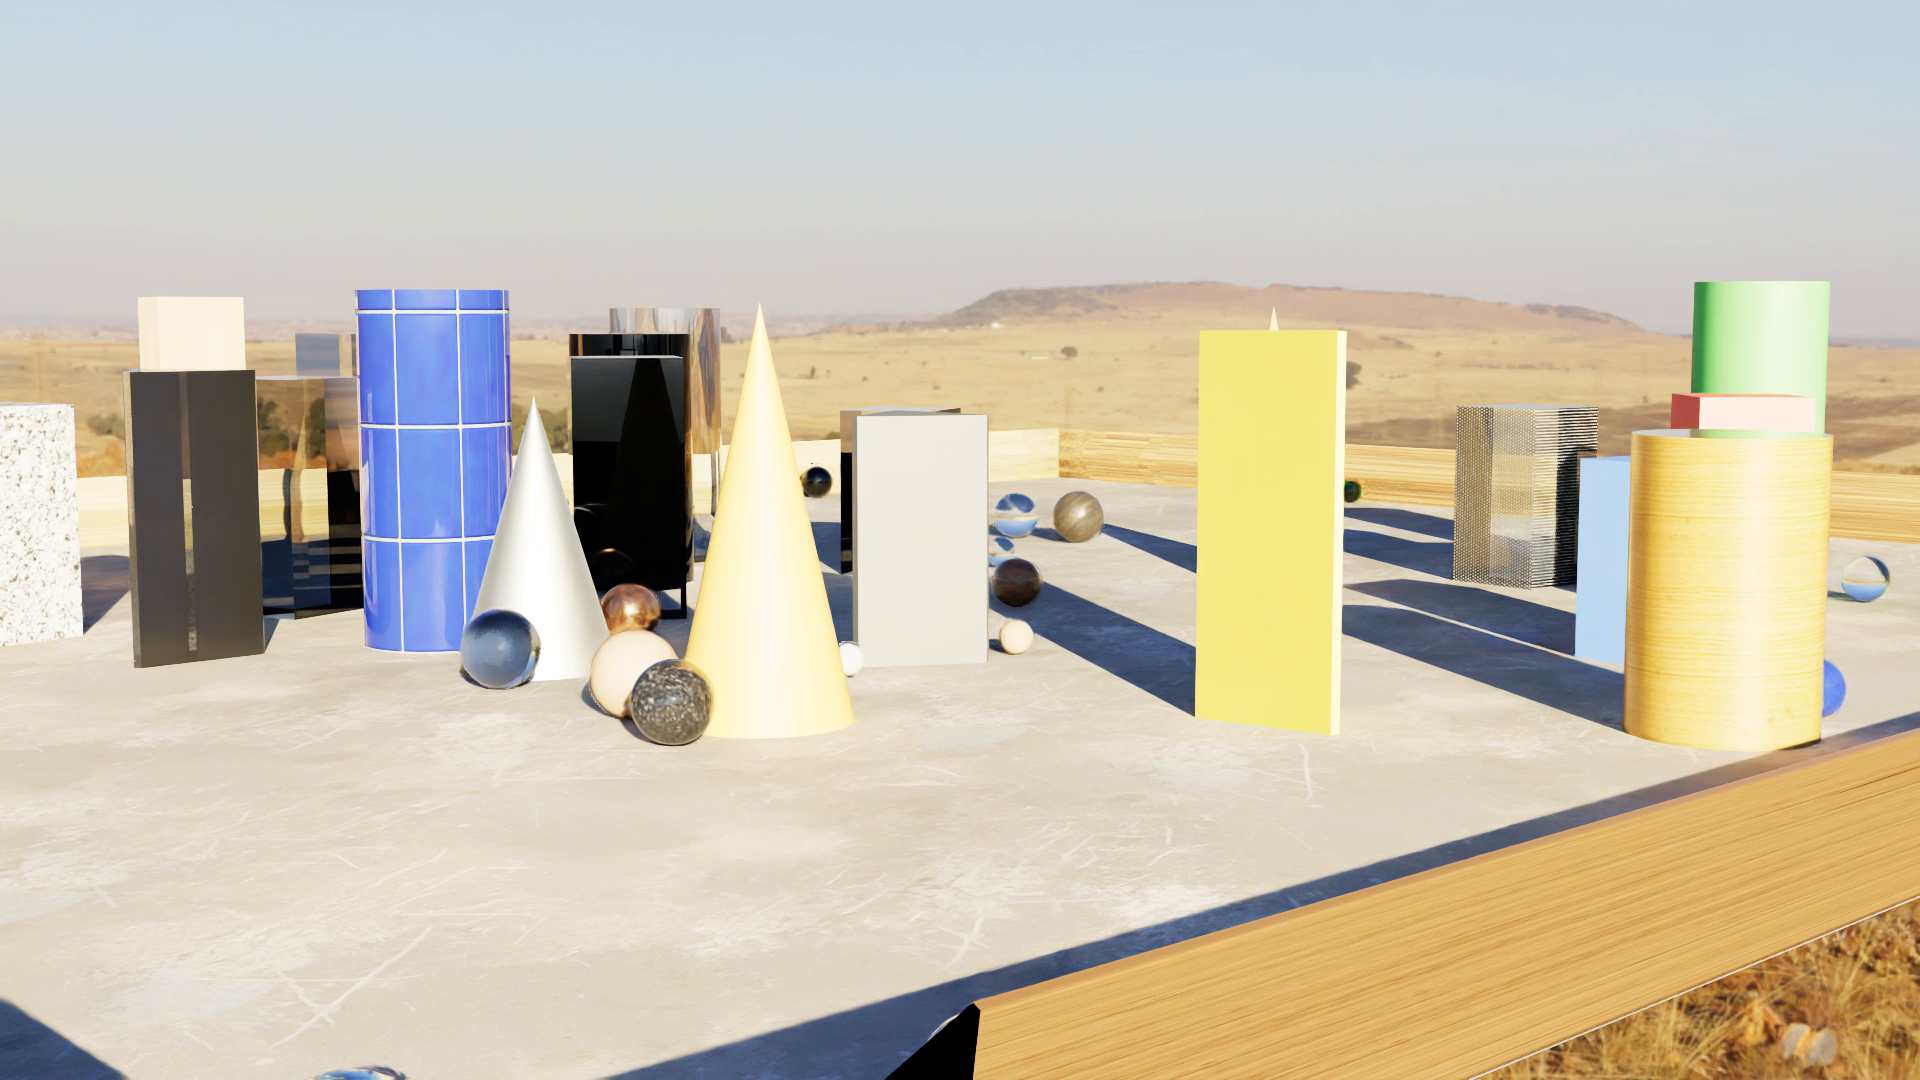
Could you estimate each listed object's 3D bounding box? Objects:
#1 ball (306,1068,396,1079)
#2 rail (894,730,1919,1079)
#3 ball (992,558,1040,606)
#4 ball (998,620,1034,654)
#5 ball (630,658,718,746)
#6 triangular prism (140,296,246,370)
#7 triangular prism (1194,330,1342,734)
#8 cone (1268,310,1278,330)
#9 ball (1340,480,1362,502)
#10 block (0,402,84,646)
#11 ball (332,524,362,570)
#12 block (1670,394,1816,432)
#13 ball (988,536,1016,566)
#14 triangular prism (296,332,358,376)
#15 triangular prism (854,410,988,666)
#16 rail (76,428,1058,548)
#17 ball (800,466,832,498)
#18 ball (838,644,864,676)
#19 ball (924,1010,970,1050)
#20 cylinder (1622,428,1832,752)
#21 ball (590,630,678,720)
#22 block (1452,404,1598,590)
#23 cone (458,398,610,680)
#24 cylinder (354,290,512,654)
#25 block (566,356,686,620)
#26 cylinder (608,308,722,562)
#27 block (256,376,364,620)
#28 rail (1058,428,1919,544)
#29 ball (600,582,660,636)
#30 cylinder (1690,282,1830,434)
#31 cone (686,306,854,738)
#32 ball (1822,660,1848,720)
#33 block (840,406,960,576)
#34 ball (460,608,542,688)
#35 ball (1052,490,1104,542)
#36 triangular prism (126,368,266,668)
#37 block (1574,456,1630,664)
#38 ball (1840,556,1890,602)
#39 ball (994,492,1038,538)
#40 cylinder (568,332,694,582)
[{"bbox_3d":[-0.287,0.294,1.026,0.092,0.092,0.092,0,6,0],"label":"ball"},{"bbox_3d":[1.153,0.163,2.088,3.903,0.130,0.045,-5,8,-42],"label":"rail"},{"bbox_3d":[0.085,0.064,3.321,0.075,0.075,0.075,0,6,0],"label":"ball"},{"bbox_3d":[0.073,0.126,2.860,0.045,0.045,0.045,0,6,0],"label":"ball"},{"bbox_3d":[-0.295,0.166,2.262,0.089,0.089,0.089,0,6,0],"label":"ball"},{"bbox_3d":[-1.270,-0.172,3.686,0.150,0.467,0.173,-4,7,-31],"label":"triangular prism"},{"bbox_3d":[0.373,-0.017,2.408,0.173,0.423,0.150,5,7,37],"label":"triangular prism"},{"bbox_3d":[0.516,-0.159,3.637,0.200,0.453,0.200,0,6,0],"label":"cone"},{"bbox_3d":[0.911,-0.113,5.127,0.052,0.052,0.052,0,6,0],"label":"ball"},{"bbox_3d":[-1.318,-0.025,2.991,0.160,0.318,0.160,4,7,35],"label":"block"},{"bbox_3d":[-1.046,0.010,3.807,0.080,0.080,0.080,0,6,0],"label":"ball"},{"bbox_3d":[1.139,-0.050,3.221,0.160,0.322,0.160,0,6,4],"label":"block"},{"bbox_3d":[0.071,0.021,3.828,0.054,0.054,0.054,0,6,0],"label":"ball"},{"bbox_3d":[-1.091,-0.174,4.009,0.173,0.405,0.150,6,8,43],"label":"triangular prism"},{"bbox_3d":[-0.066,-0.006,2.835,0.173,0.314,0.150,-1,6,-14],"label":"triangular prism"},{"bbox_3d":[-1.153,-0.096,4.575,3.903,0.130,0.045,-5,8,-42],"label":"rail"},{"bbox_3d":[-0.342,-0.139,5.250,0.077,0.077,0.077,0,6,0],"label":"ball"},{"bbox_3d":[-0.137,0.147,2.688,0.040,0.040,0.040,0,6,0],"label":"ball"},{"bbox_3d":[0.010,0.290,1.207,0.062,0.062,0.062,0,6,0],"label":"ball"},{"bbox_3d":[0.806,0.047,2.315,0.200,0.317,0.200,0,6,0],"label":"cylinder"},{"bbox_3d":[-0.355,0.147,2.404,0.099,0.099,0.099,0,6,0],"label":"ball"},{"bbox_3d":[0.929,-0.075,3.618,0.160,0.289,0.160,-4,7,-37],"label":"block"},{"bbox_3d":[-0.528,-0.009,2.741,0.200,0.340,0.200,0,6,0],"label":"cone"},{"bbox_3d":[-0.700,-0.097,2.942,0.200,0.472,0.200,0,6,0],"label":"cylinder"},{"bbox_3d":[-0.491,-0.080,3.235,0.160,0.378,0.160,-1,6,-12],"label":"block"},{"bbox_3d":[-0.529,-0.191,3.959,0.200,0.450,0.200,0,6,0],"label":"cylinder"},{"bbox_3d":[-0.995,-0.068,3.269,0.160,0.347,0.160,3,7,28],"label":"block"},{"bbox_3d":[1.417,-0.102,4.632,0.045,0.130,3.449,-5,8,-42],"label":"rail"},{"bbox_3d":[-0.446,0.098,2.962,0.081,0.081,0.081,0,6,0],"label":"ball"},{"bbox_3d":[1.253,-0.160,3.462,0.200,0.490,0.200,0,6,0],"label":"cylinder"},{"bbox_3d":[-0.214,-0.029,2.376,0.200,0.454,0.200,0,6,0],"label":"cone"},{"bbox_3d":[0.931,0.162,2.400,0.069,0.069,0.069,0,6,0],"label":"ball"},{"bbox_3d":[-0.100,-0.085,3.764,0.160,0.278,0.160,2,6,19],"label":"block"},{"bbox_3d":[-0.543,0.128,2.600,0.095,0.095,0.095,0,6,0],"label":"ball"},{"bbox_3d":[0.228,-0.045,4.241,0.100,0.100,0.100,0,6,0],"label":"ball"},{"bbox_3d":[-1.021,-0.035,2.844,0.150,0.370,0.173,6,8,45],"label":"triangular prism"},{"bbox_3d":[0.906,0.025,2.810,0.160,0.257,0.160,-4,7,-36],"label":"block"},{"bbox_3d":[1.390,0.060,3.375,0.071,0.071,0.071,0,6,0],"label":"ball"},{"bbox_3d":[0.110,-0.048,4.327,0.089,0.089,0.089,0,6,0],"label":"ball"},{"bbox_3d":[-0.542,-0.136,3.630,0.200,0.408,0.200,0,6,0],"label":"cylinder"}]
